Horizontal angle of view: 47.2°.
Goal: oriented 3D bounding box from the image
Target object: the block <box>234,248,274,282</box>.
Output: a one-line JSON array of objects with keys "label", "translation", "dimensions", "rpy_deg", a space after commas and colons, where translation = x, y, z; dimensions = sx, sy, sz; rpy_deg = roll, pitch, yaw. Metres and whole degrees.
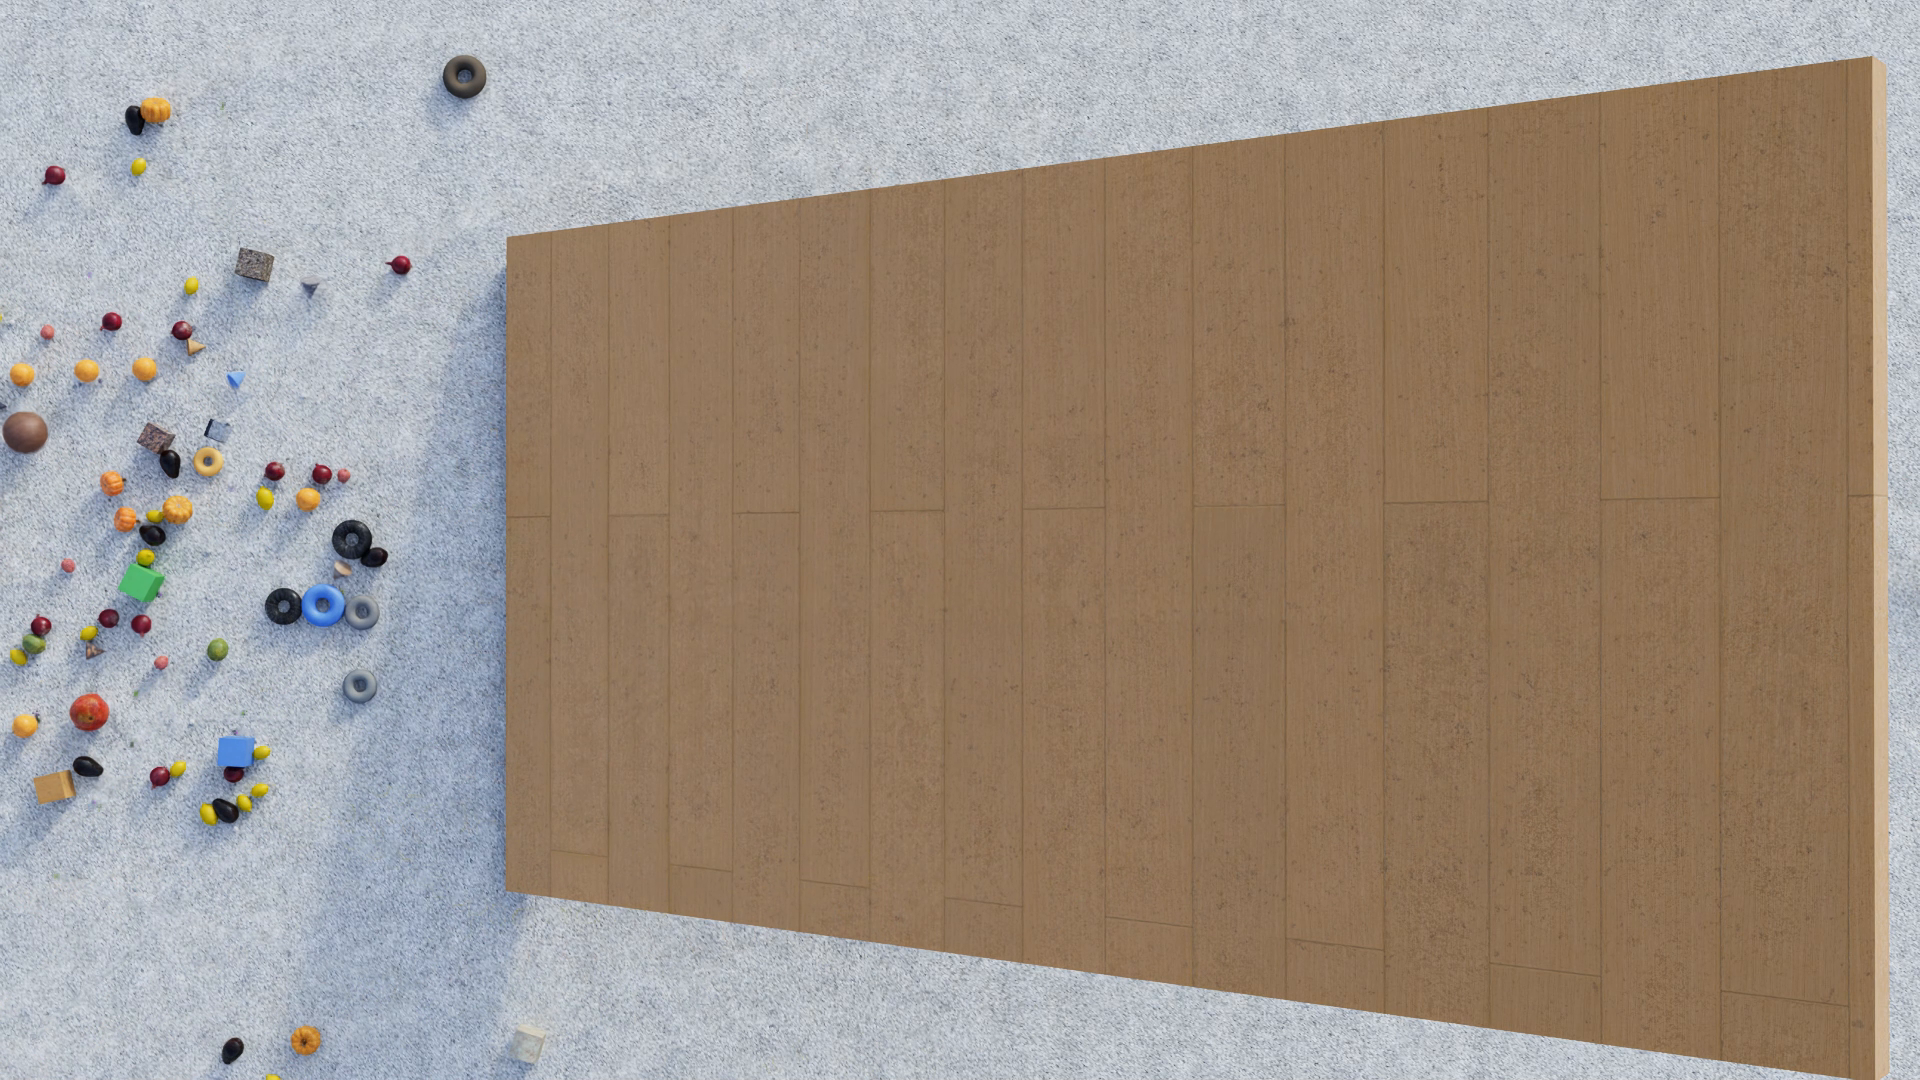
[{"label": "block", "translation": [-2.171, -0.847, 6.769], "dimensions": [0.082, 0.082, 0.082], "rpy_deg": [13, 90, 0]}]

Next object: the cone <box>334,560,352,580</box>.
[{"label": "cone", "translation": [-1.920, 0.104, 6.791], "dimensions": [0.058, 0.058, 0.058], "rpy_deg": [44, 116, 0]}]

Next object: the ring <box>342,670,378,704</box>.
[{"label": "ring", "translation": [-1.851, 0.451, 6.784], "dimensions": [0.106, 0.035, 0.106], "rpy_deg": [0, 88, 0]}]

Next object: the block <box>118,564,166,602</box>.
[{"label": "block", "translation": [-2.515, 0.131, 6.760], "dimensions": [0.087, 0.087, 0.087], "rpy_deg": [27, 90, 0]}]

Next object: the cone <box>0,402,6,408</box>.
[{"label": "cone", "translation": [-2.989, -0.418, 6.787], "dimensions": [0.092, 0.092, 0.092], "rpy_deg": [7, 90, -26]}]

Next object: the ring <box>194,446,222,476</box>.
[{"label": "ring", "translation": [-2.322, -0.242, 6.791], "dimensions": [0.092, 0.031, 0.092], "rpy_deg": [0, 91, 0]}]

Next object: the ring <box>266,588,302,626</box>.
[{"label": "ring", "translation": [-2.086, 0.205, 6.784], "dimensions": [0.116, 0.039, 0.116], "rpy_deg": [0, 89, -1]}]

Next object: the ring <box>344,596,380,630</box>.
[{"label": "ring", "translation": [-1.845, 0.224, 6.785], "dimensions": [0.109, 0.036, 0.109], "rpy_deg": [0, 89, -1]}]

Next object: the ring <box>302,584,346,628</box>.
[{"label": "ring", "translation": [-1.964, 0.201, 6.781], "dimensions": [0.134, 0.045, 0.134], "rpy_deg": [0, 91, -1]}]

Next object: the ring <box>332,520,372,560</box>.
[{"label": "ring", "translation": [-1.876, -0.001, 6.785], "dimensions": [0.123, 0.041, 0.123], "rpy_deg": [0, 91, -1]}]

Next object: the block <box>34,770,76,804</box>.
[{"label": "block", "translation": [-2.782, 0.759, 6.758], "dimensions": [0.082, 0.082, 0.082], "rpy_deg": [-14, 90, 0]}]

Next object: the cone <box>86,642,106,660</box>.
[{"label": "cone", "translation": [-2.666, 0.343, 6.789], "dimensions": [0.058, 0.058, 0.058], "rpy_deg": [3, 90, -27]}]

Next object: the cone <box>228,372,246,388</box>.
[{"label": "cone", "translation": [-2.225, -0.504, 6.796], "dimensions": [0.054, 0.054, 0.054], "rpy_deg": [-40, 90, -27]}]

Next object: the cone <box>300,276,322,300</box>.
[{"label": "cone", "translation": [-2.006, -0.773, 6.796], "dimensions": [0.061, 0.061, 0.061], "rpy_deg": [8, 116, 0]}]

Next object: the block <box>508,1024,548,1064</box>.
[{"label": "block", "translation": [-1.327, 1.547, 6.752], "dimensions": [0.084, 0.084, 0.084], "rpy_deg": [17, 90, 0]}]

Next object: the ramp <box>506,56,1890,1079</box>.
[{"label": "ramp", "translation": [0.226, 0.064, 5.544], "dimensions": [4.000, 0.100, 2.000], "rpy_deg": [0, 89, 38]}]

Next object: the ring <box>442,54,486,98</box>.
[{"label": "ring", "translation": [-1.530, -1.431, 6.792], "dimensions": [0.135, 0.045, 0.135], "rpy_deg": [0, 88, 1]}]

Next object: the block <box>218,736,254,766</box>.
[{"label": "block", "translation": [-2.224, 0.650, 6.758], "dimensions": [0.084, 0.084, 0.084], "rpy_deg": [3, 90, 0]}]

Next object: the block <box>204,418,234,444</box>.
[{"label": "block", "translation": [-2.286, -0.336, 6.779], "dimensions": [0.056, 0.056, 0.056], "rpy_deg": [22, 90, 0]}]

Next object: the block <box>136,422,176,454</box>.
[{"label": "block", "translation": [-2.474, -0.312, 6.771], "dimensions": [0.072, 0.072, 0.072], "rpy_deg": [30, 90, 0]}]
